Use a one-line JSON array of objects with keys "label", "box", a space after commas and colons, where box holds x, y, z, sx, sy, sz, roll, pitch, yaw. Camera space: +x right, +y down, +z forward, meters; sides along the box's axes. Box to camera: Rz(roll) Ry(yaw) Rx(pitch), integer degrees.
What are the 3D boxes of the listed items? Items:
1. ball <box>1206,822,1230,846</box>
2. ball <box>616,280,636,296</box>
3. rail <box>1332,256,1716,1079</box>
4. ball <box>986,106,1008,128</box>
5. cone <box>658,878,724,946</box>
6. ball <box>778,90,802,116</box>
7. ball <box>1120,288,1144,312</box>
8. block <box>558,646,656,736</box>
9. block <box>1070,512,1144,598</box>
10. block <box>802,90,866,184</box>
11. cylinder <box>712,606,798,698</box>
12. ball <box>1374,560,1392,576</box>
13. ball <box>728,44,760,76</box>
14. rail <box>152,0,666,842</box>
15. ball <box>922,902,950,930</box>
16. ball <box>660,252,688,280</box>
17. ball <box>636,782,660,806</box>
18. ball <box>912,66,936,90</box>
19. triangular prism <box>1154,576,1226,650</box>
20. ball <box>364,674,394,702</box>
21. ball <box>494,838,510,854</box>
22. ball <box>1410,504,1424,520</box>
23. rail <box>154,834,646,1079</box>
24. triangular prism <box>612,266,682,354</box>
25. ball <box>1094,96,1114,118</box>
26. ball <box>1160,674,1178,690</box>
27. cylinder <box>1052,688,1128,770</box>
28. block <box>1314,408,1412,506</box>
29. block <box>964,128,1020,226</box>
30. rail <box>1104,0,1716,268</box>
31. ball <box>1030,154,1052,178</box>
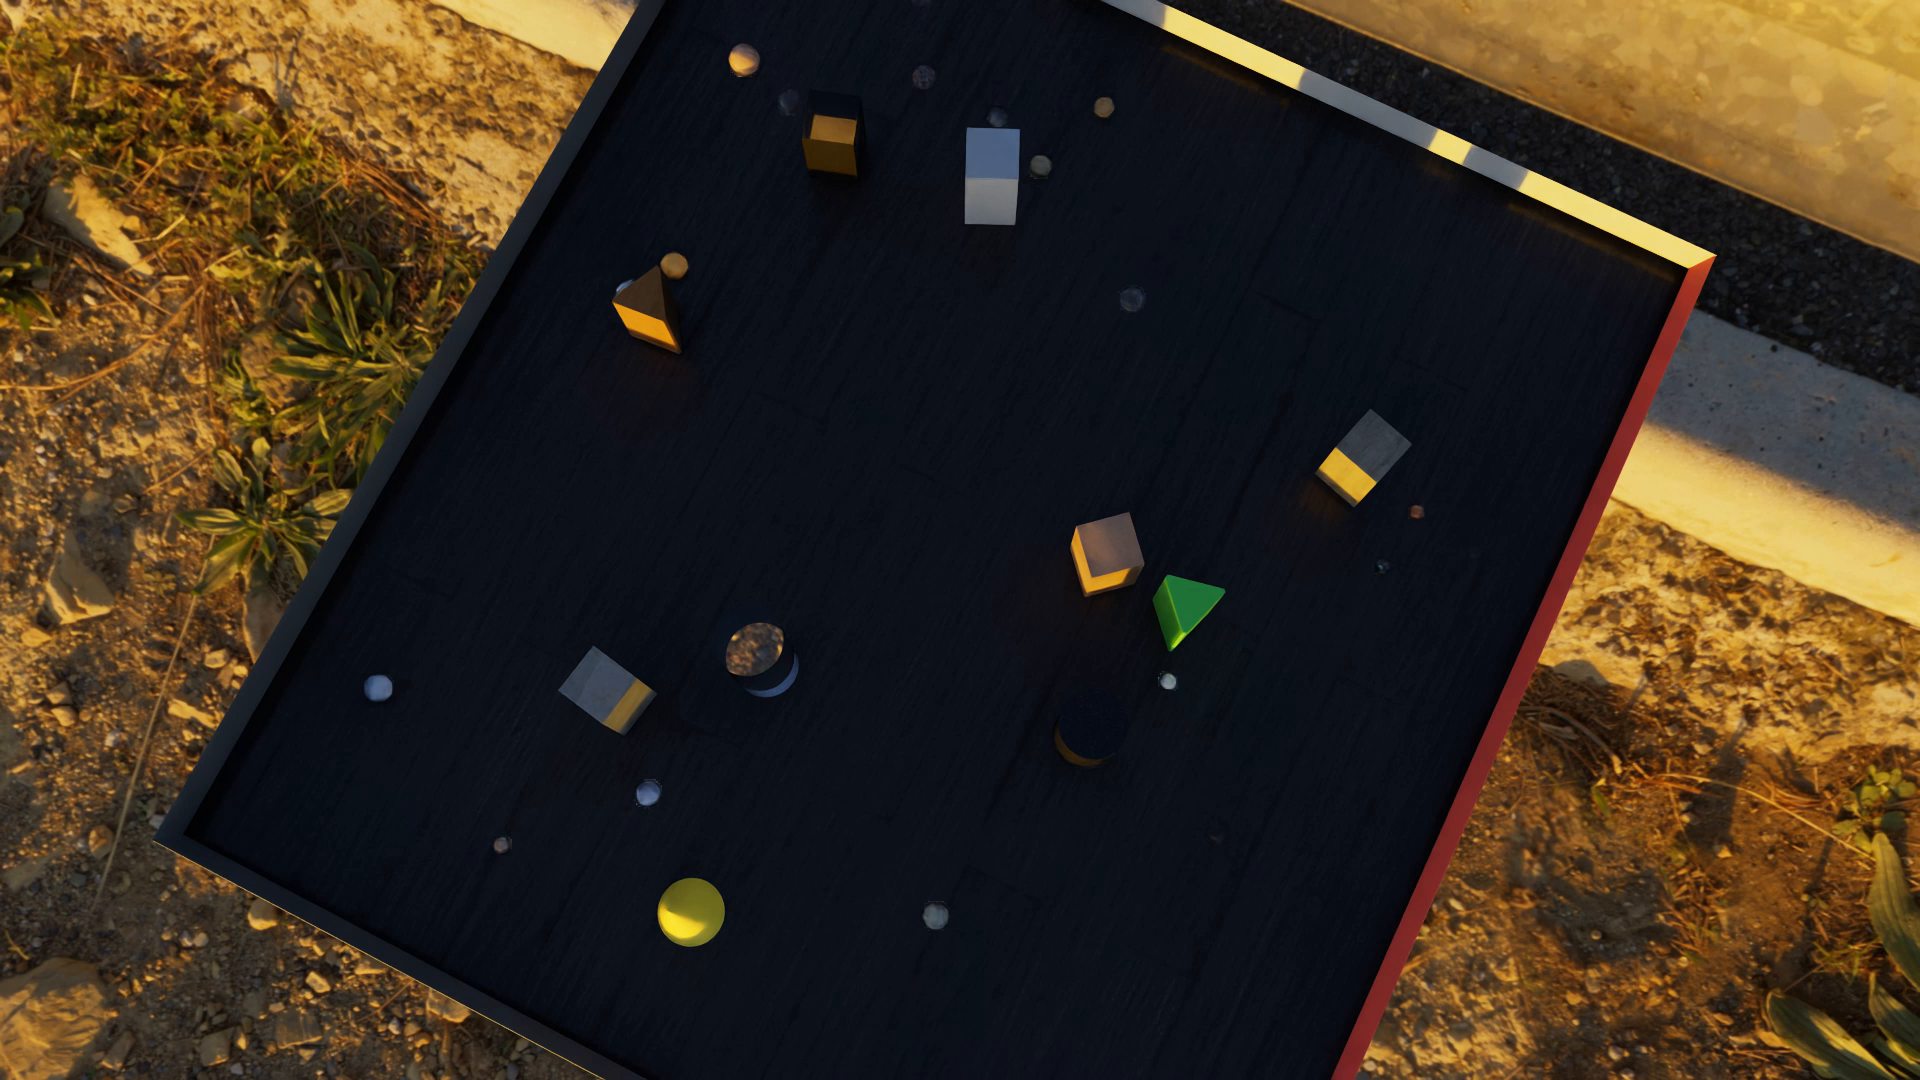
[{"label": "ball", "box": [0.761, 0.866, 5.403, 0.067, 0.067, 0.067, 0, 78, 0]}, {"label": "ball", "box": [-1.029, -0.766, 5.728, 0.092, 0.092, 0.092, 0, 78, 0]}, {"label": "rail", "box": [1.493, 0.738, 5.397, 0.045, 0.129, 3.693, 26, 80, 5]}, {"label": "ball", "box": [0.121, -1.355, 5.861, 0.071, 0.071, 0.071, 0, 78, 0]}, {"label": "cone", "box": [-0.791, 1.051, 5.180, 0.199, 0.430, 0.199, 0, 78, 0]}, {"label": "ball", "box": [-0.545, -1.400, 5.867, 0.078, 0.078, 0.078, 0, 78, 0]}, {"label": "ball", "box": [0.538, -0.751, 5.733, 0.076, 0.076, 0.076, 0, 78, 0]}, {"label": "block", "box": [-1.023, 0.443, 5.345, 0.159, 0.352, 0.159, 36, 81, 7]}, {"label": "block", "box": [0.434, 0.047, 5.442, 0.159, 0.324, 0.159, -15, 79, -3]}, {"label": "block", "box": [-0.391, -1.257, 5.723, 0.159, 0.302, 0.159, 8, 78, 2]}, {"label": "cylinder", "box": [-0.586, 0.327, 5.297, 0.199, 0.493, 0.199, 0, 78, 0]}, {"label": "ball", "box": [1.287, 0.085, 5.572, 0.053, 0.053, 0.053, 0, 78, 0]}, {"label": "ball", "box": [-0.693, -1.543, 5.885, 0.099, 0.099, 0.099, 0, 78, 0]}, {"label": "rail", "box": [-1.493, -0.724, 5.700, 0.045, 0.129, 3.693, 26, 80, 5]}, {"label": "ball", "box": [-0.070, 1.099, 5.349, 0.078, 0.078, 0.078, 0, 78, 0]}, {"label": "ball", "box": [-0.897, -0.860, 5.751, 0.085, 0.085, 0.085, 0, 78, 0]}, {"label": "ball", "box": [-0.922, 0.751, 5.423, 0.074, 0.074, 0.074, 0, 78, 0]}, {"label": "ball", "box": [-0.114, -1.485, 5.884, 0.078, 0.078, 0.078, 0, 78, 0]}, {"label": "triangular prism", "box": [0.642, 0.190, 5.390, 0.149, 0.367, 0.172, 44, 82, 8]}, {"label": "ball", "box": [-1.740, 0.444, 5.481, 0.085, 0.085, 0.085, 0, 78, 0]}, {"label": "ball", "box": [-1.353, 0.901, 5.405, 0.048, 0.048, 0.048, 0, 78, 0]}, {"label": "ball", "box": [1.400, -0.086, 5.611, 0.045, 0.045, 0.045, 0, 78, 0]}, {"label": "rail", "box": [-0.815, 1.603, 5.218, 3.386, 0.129, 0.045, 26, 80, 5]}, {"label": "triangular prism", "box": [-0.926, -0.716, 5.601, 0.172, 0.321, 0.149, 21, 79, 4]}, {"label": "ball", "box": [0.461, -1.387, 5.871, 0.065, 0.065, 0.065, 0, 78, 0]}, {"label": "ball", "box": [0.628, 0.425, 5.504, 0.049, 0.049, 0.049, 0, 78, 0]}, {"label": "cylinder", "box": [0.376, 0.553, 5.327, 0.199, 0.344, 0.199, 0, 78, 0]}, {"label": "block", "box": [1.207, -0.243, 5.502, 0.159, 0.322, 0.159, 42, 81, 8]}, {"label": "block", "box": [0.098, -1.118, 5.659, 0.159, 0.371, 0.159, 2, 78, 0]}, {"label": "rail", "box": [0.815, -1.590, 5.879, 3.386, 0.129, 0.045, 26, 80, 5]}, {"label": "ball", "box": [0.257, -1.189, 5.826, 0.071, 0.071, 0.071, 0, 78, 0]}]
